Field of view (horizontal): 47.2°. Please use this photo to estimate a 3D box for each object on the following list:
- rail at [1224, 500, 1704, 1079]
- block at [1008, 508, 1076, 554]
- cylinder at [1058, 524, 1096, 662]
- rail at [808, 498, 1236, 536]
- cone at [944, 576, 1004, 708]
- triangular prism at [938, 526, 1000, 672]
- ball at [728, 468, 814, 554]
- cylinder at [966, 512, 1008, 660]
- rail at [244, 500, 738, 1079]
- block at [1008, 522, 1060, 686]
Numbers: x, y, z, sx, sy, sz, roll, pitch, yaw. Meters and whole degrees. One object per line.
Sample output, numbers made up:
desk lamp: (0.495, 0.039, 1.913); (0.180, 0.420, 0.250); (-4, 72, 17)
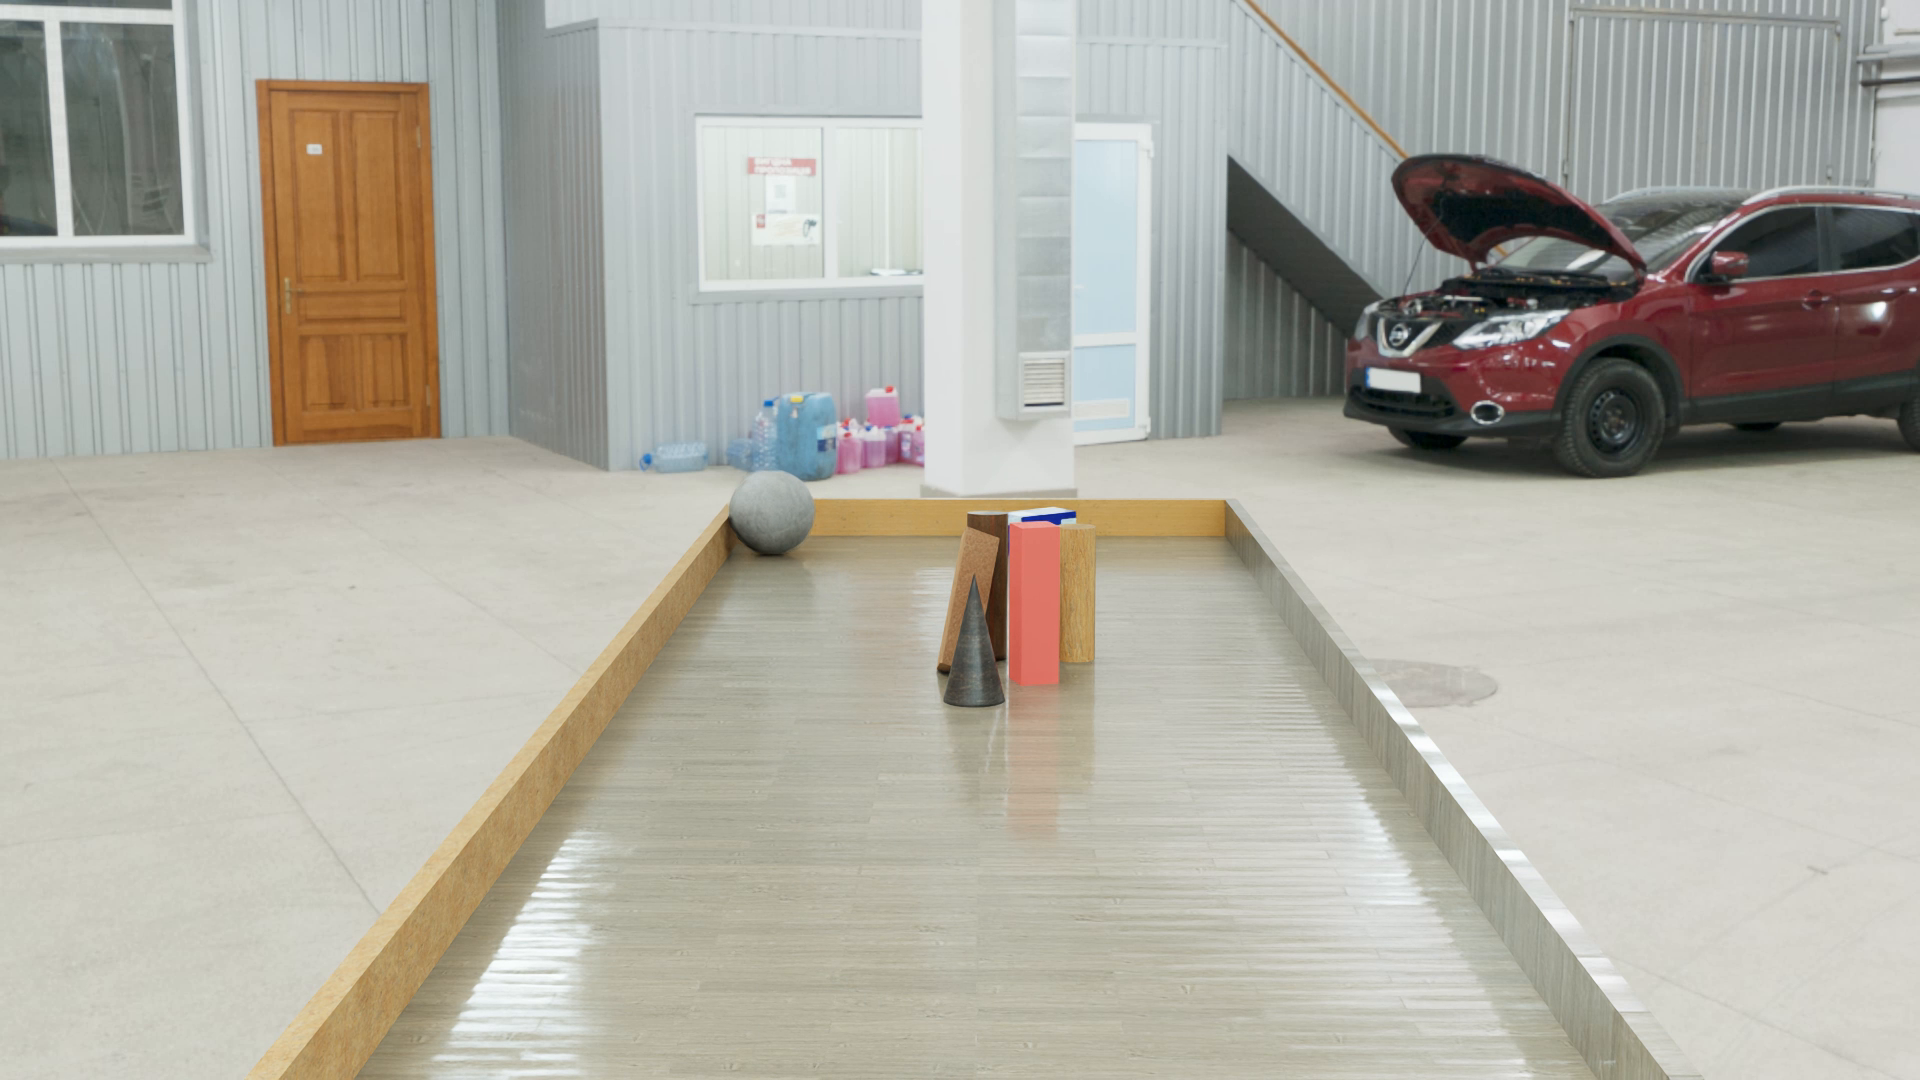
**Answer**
rail: (1.046, 0.843, 3.208); (0.050, 0.150, 12.000); (0, 9, 1)
block: (0.279, -0.037, 8.782); (0.355, 0.145, 0.145); (-6, 11, -35)
cylinder: (0.352, 0.161, 6.693); (0.120, 0.408, 0.120); (0, 9, 0)
rail: (0.099, -0.098, 9.147); (2.100, 0.150, 0.050); (0, 9, 1)
cone: (0.039, 0.269, 6.142); (0.174, 0.366, 0.174); (0, 9, 0)
triangular prism: (0.001, 0.183, 6.563); (0.124, 0.419, 0.108); (20, -17, -32)
ball: (-0.741, -0.111, 8.639); (0.336, 0.336, 0.336); (0, 9, 0)
cylinder: (0.083, 0.137, 6.710); (0.126, 0.442, 0.126); (0, 6, 0)
rail: (-1.004, 0.839, 3.234); (0.050, 0.150, 12.000); (0, 9, 1)
block: (0.215, 0.183, 6.386); (0.115, 0.460, 0.115); (-3, 9, -17)
